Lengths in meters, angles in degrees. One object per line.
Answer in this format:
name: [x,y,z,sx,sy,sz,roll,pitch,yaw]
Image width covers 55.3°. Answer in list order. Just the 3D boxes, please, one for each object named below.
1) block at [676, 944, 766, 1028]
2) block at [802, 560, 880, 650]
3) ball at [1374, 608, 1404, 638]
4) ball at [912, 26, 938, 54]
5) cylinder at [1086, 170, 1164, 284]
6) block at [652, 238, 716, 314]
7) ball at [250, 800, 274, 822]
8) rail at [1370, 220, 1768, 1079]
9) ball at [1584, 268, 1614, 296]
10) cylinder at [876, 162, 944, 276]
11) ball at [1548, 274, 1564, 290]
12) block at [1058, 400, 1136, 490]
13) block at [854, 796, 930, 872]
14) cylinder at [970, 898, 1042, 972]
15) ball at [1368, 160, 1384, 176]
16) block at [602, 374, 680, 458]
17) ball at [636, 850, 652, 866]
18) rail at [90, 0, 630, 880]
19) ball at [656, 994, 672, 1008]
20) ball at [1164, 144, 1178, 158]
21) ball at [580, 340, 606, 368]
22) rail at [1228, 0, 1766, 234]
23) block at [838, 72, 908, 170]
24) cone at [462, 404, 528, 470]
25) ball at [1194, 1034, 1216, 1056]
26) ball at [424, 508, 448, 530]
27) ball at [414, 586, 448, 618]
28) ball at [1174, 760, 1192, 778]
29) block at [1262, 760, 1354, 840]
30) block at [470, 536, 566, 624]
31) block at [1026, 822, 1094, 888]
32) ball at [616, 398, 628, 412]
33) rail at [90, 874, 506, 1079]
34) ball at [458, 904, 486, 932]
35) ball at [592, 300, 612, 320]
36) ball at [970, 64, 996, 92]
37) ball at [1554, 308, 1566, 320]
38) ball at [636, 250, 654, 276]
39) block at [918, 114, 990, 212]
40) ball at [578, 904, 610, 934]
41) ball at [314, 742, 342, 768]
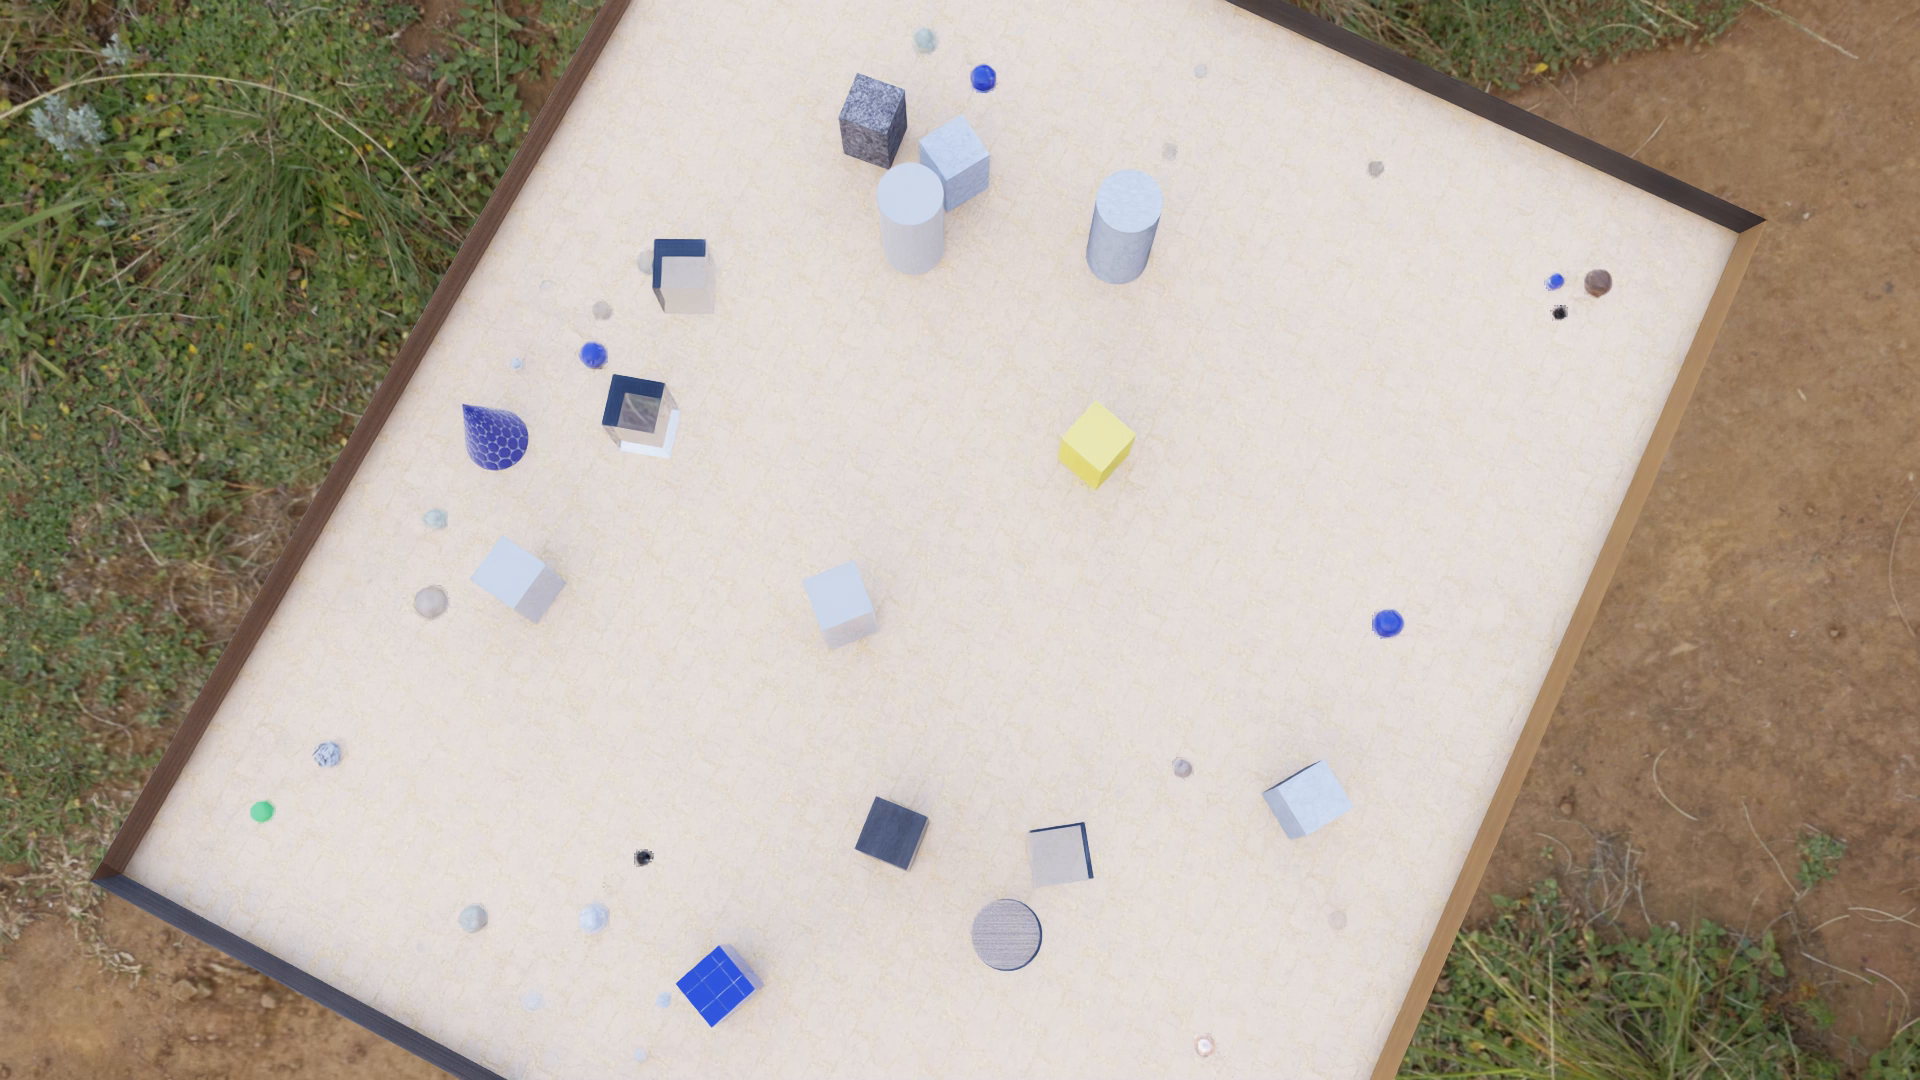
block: [-0.678,1.265,5.214,0.158,0.276,0.158,-41,81,-8]
block: [-0.346,0.196,5.381,0.158,0.382,0.158,-22,79,-4]
ball: [1.292,0.251,5.519,0.090,0.090,0.090,0,78,0]
ball: [-0.115,-1.611,5.907,0.085,0.085,0.085,0,78,0]
cylinder: [0.497,-0.948,5.585,0.197,0.446,0.197,0,78,0]
block: [-0.850,-0.813,5.663,0.158,0.239,0.158,0,78,0]
ball: [-2.063,0.803,5.417,0.065,0.065,0.065,0,78,0]
rail: [1.583,0.782,5.388,0.045,0.128,4.052,26,80,5]
ball: [1.999,-0.806,5.739,0.088,0.088,0.088,0,78,0]
cylinder: [-0.147,-0.976,5.603,0.197,0.423,0.197,0,78,0]
ball: [1.872,-0.811,5.759,0.051,0.051,0.051,0,78,0]
block: [0.412,-0.283,5.553,0.158,0.239,0.158,41,81,8]
block: [-0.192,0.851,5.279,0.158,0.315,0.158,21,79,4]
cylinder: [0.130,1.126,5.228,0.197,0.305,0.197,0,78,0]
ball: [1.324,-1.183,5.836,0.051,0.051,0.051,0,78,0]
block: [-0.961,-0.371,5.539,0.158,0.302,0.158,10,78,2]
ball: [-0.932,0.938,5.399,0.045,0.045,0.045,0,78,0]
rail: [-1.583,-0.768,5.709,0.045,0.128,4.052,26,80,5]
ball: [-0.860,1.338,5.318,0.042,0.042,0.042,0,78,0]
ball: [0.671,-1.240,5.851,0.044,0.044,0.044,0,78,0]
ball: [-1.141,-0.576,5.693,0.084,0.084,0.084,0,78,0]
rail: [0.895,-1.747,5.912,3.587,0.128,0.045,26,80,5]
block: [-0.271,-1.310,5.749,0.158,0.273,0.158,20,79,4]
cone: [-1.436,-0.352,5.481,0.197,0.407,0.197,0,78,0]
ball: [0.706,1.458,5.284,0.061,0.061,0.061,0,78,0]
ball: [-1.602,-0.063,5.594,0.070,0.070,0.070,0,78,0]
ball: [-1.596,0.188,5.527,0.098,0.098,0.098,0,78,0]
ball: [0.663,0.681,5.447,0.056,0.056,0.056,0,78,0]
block: [1.005,0.755,5.317,0.158,0.281,0.158,-30,80,-6]
block: [-1.308,0.121,5.444,0.158,0.289,0.158,33,80,6]
block: [0.284,0.909,5.271,0.158,0.309,0.158,-9,78,-2]
ball: [-1.048,-0.420,5.678,0.041,0.041,0.041,0,78,0]
rail: [-0.895,1.760,5.186,3.587,0.128,0.045,26,80,5]
ball: [-1.422,1.105,5.347,0.080,0.080,0.080,0,78,0]
ball: [-1.121,-0.718,5.734,0.060,0.060,0.060,0,78,0]
ball: [0.075,-1.483,5.879,0.086,0.086,0.086,0,78,0]
ball: [1.880,-0.709,5.742,0.042,0.042,0.042,0,78,0]
ball: [-0.971,-0.868,5.734,0.082,0.082,0.082,0,78,0]
block: [-0.017,-1.174,5.726,0.158,0.261,0.158,-32,80,-6]
ball: [-1.069,1.105,5.342,0.090,0.090,0.090,0,78,0]
ball: [-1.880,0.637,5.445,0.078,0.078,0.078,0,78,0]
